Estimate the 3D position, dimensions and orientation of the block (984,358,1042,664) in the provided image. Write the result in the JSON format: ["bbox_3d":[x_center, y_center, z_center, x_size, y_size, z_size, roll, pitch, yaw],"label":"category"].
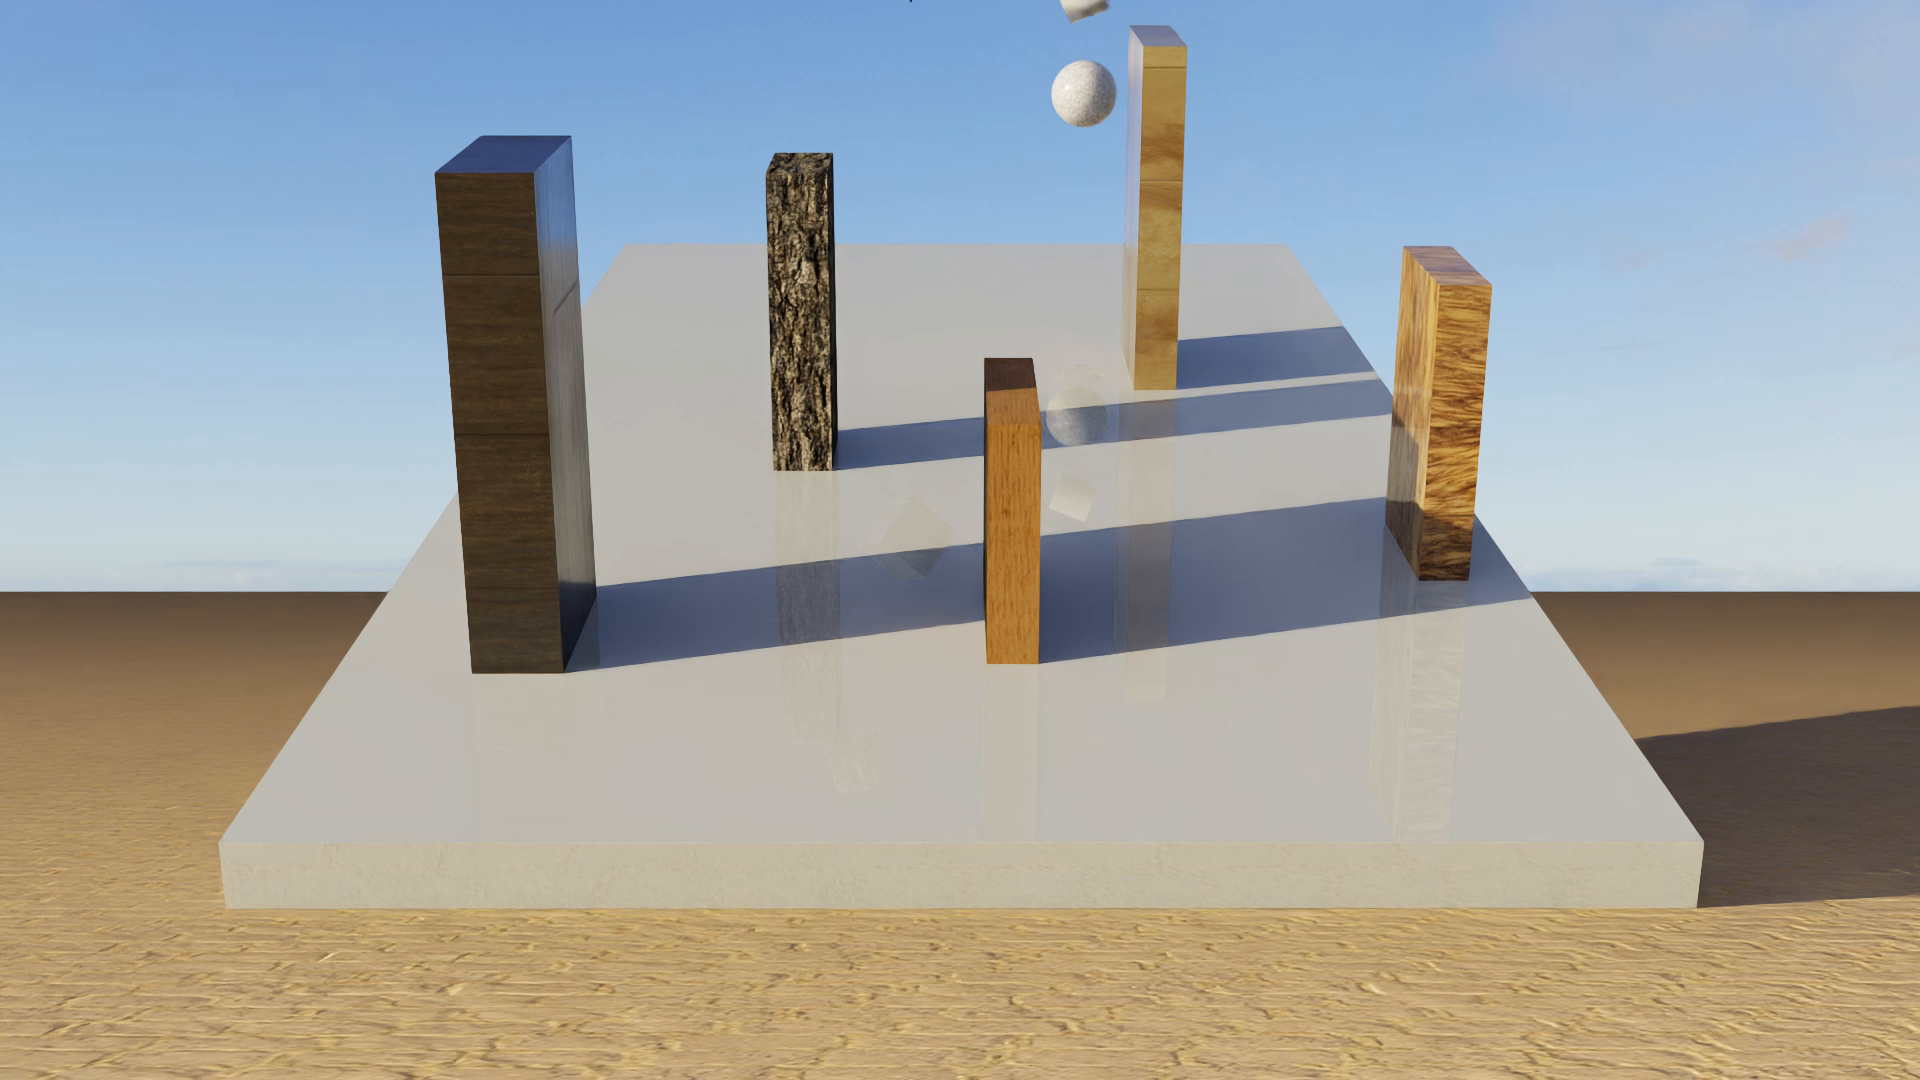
[{"bbox_3d":[0.084,-0.058,3.764,0.084,0.401,0.421,0,19,0],"label":"block"}]

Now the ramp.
[{"bbox_3d":[-0.004,-0.198,4.938,2.000,0.100,4.000,0,19,0],"label":"ramp"}]

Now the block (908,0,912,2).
[{"bbox_3d":[-0.163,-1.719,6.514,0.186,0.186,0.186,-41,-42,10],"label":"block"}]

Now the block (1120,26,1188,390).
[{"bbox_3d":[0.452,-0.788,5.296,0.097,0.784,0.425,0,19,0],"label":"block"}]

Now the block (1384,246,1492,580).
[{"bbox_3d":[0.860,-0.234,4.074,0.089,0.535,0.331,0,19,0],"label":"block"}]

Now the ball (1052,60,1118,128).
[{"bbox_3d":[0.365,-1.310,6.607,0.195,0.195,0.195,0,-1,0],"label":"ball"}]

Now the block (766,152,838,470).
[{"bbox_3d":[-0.323,-0.472,4.643,0.121,0.611,0.257,0,19,0],"label":"block"}]

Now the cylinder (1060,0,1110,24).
[{"bbox_3d":[0.361,-1.583,6.553,0.122,0.122,0.122,-18,-6,14],"label":"cylinder"}]

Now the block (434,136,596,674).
[{"bbox_3d":[-0.705,-0.223,3.627,0.146,0.800,0.354,0,19,0],"label":"block"}]
